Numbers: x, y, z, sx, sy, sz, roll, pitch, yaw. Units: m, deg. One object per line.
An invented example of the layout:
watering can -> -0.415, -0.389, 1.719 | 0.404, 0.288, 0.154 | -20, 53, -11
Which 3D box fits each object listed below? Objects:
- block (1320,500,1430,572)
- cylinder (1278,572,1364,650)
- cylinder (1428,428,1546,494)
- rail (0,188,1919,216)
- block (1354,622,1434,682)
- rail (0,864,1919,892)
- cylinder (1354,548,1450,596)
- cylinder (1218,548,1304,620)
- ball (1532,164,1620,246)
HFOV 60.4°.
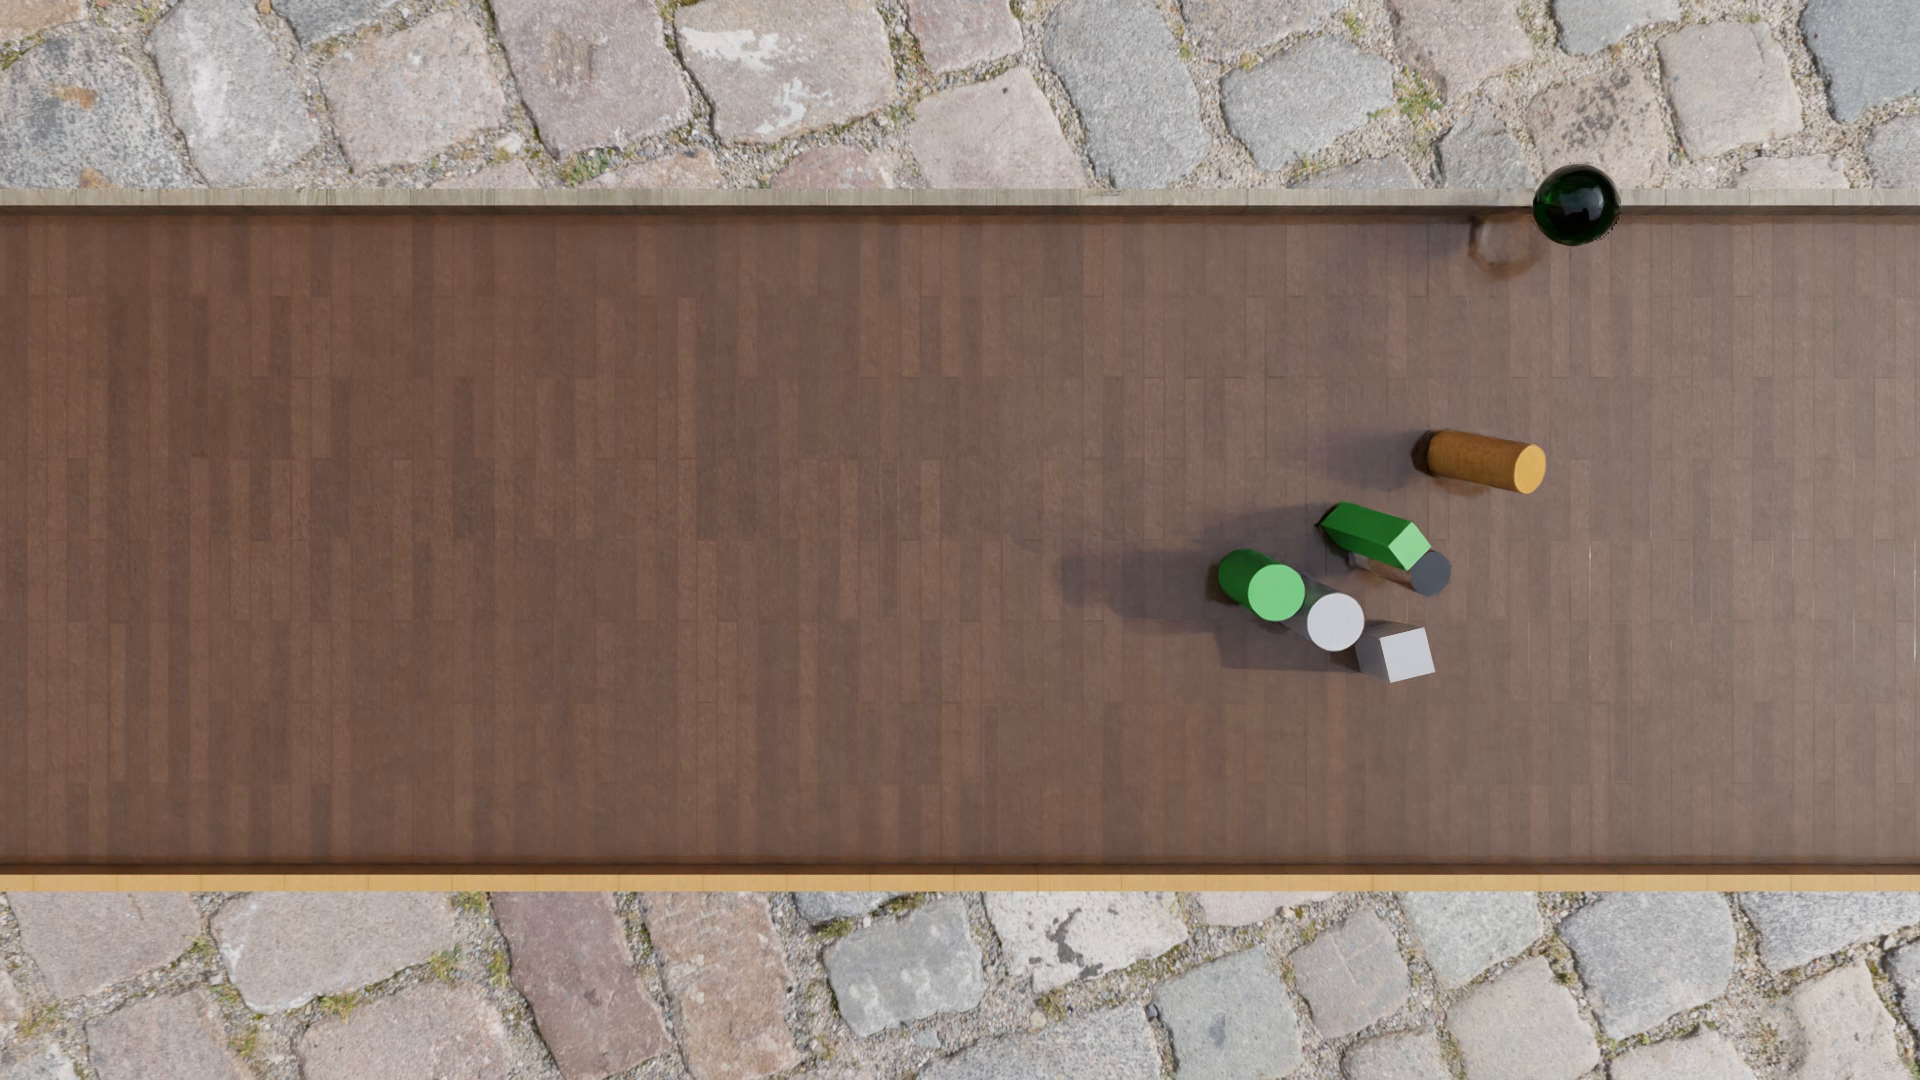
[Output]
block -> 1.224, -0.016, 4.879 | 0.101, 0.374, 0.101 | -45, 111, -6
cylinder -> 1.043, 0.206, 4.865 | 0.166, 0.401, 0.166 | -1, 98, -6
cylinder -> 1.563, -0.236, 4.908 | 0.144, 0.314, 0.144 | -10, 107, -34
rail -> -2.247, -1.025, 5.002 | 12.000, 0.150, 0.050 | 0, 90, 0
block -> 1.283, 0.330, 4.903 | 0.132, 0.347, 0.132 | -14, 90, 0
rail -> -2.247, 1.025, 5.001 | 12.000, 0.150, 0.050 | 0, 90, 0
cylinder -> 1.310, 0.063, 4.901 | 0.131, 0.325, 0.131 | -4, 104, -16
cylinder -> 0.882, 0.127, 4.854 | 0.162, 0.430, 0.162 | 0, 96, -2
ball -> 1.784, -0.971, 4.780 | 0.236, 0.236, 0.236 | 0, 90, 0
